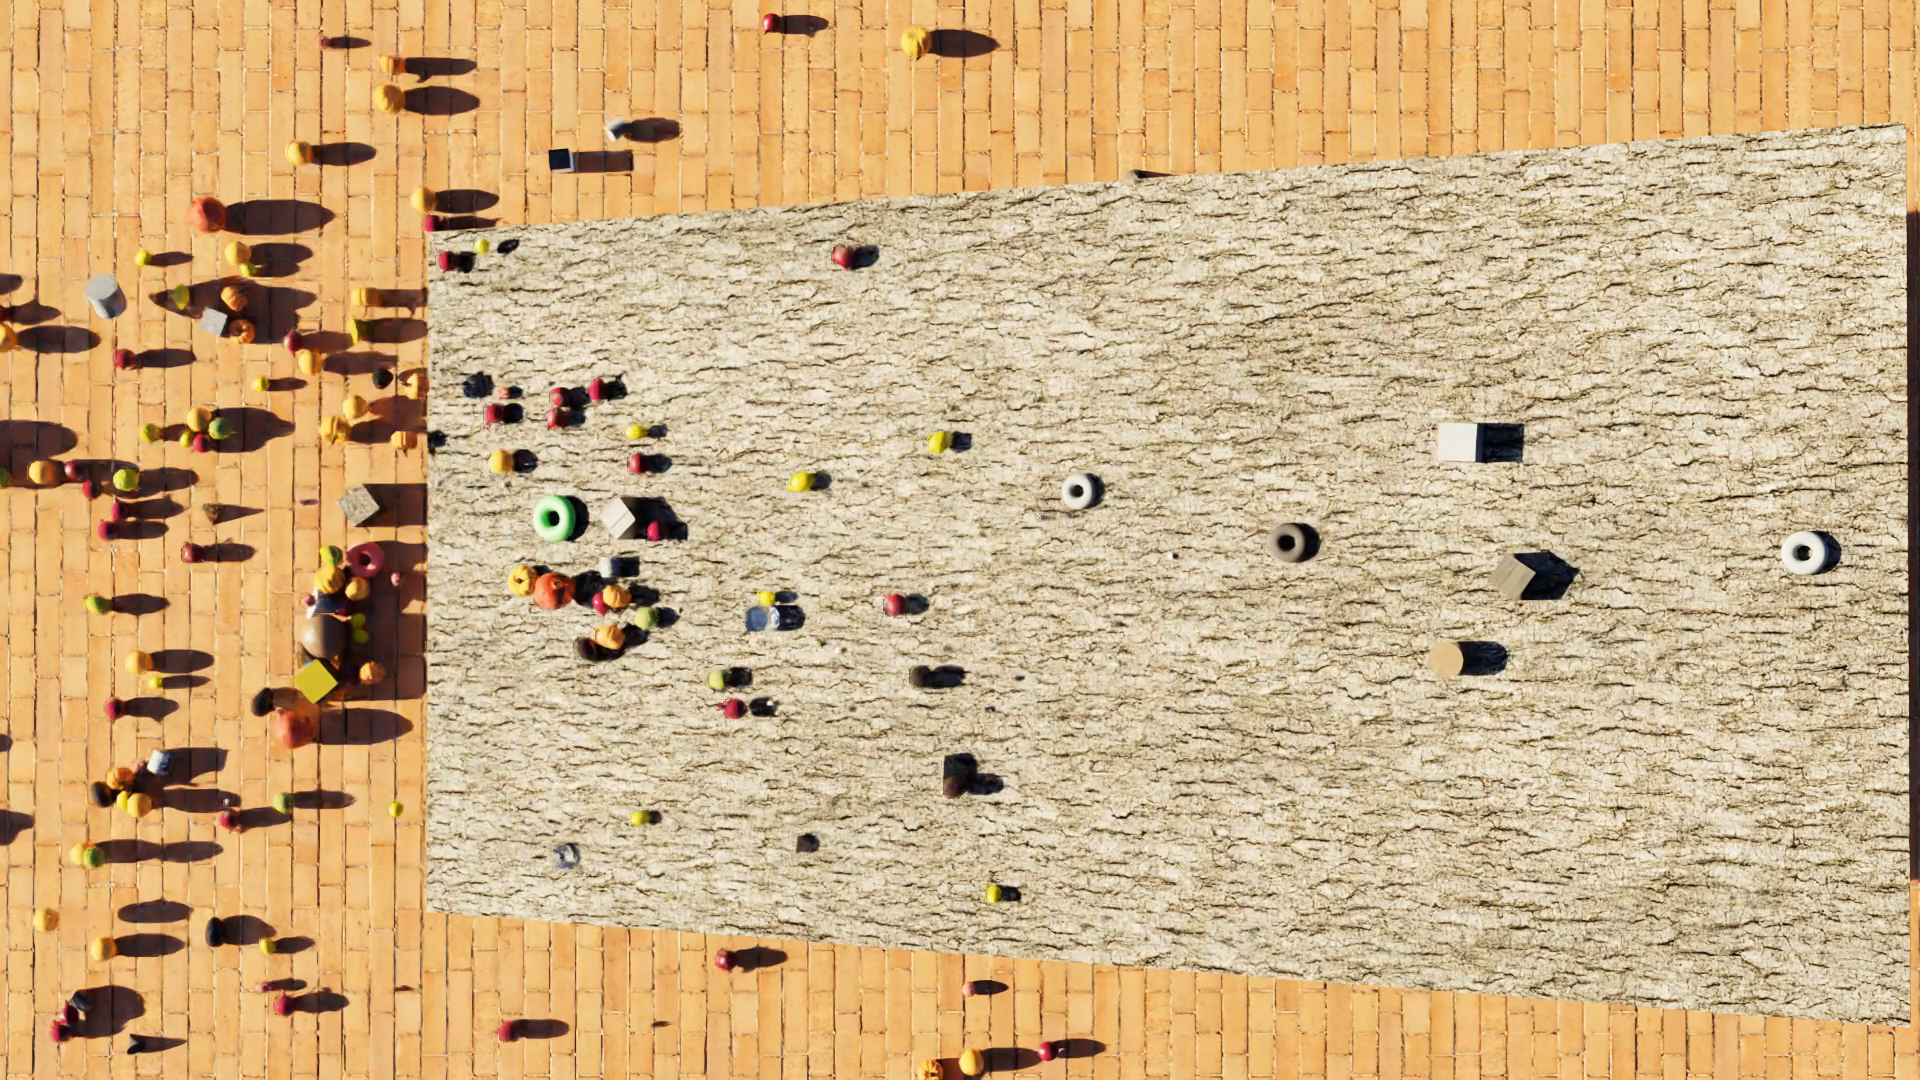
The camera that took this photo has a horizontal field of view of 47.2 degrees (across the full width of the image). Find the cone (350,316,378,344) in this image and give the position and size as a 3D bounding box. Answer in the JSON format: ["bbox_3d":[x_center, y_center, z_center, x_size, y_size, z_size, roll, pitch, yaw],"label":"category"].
[{"bbox_3d":[-1.768,-0.632,6.552,0.080,0.080,0.080,-14,89,-27],"label":"cone"}]

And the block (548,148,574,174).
[{"bbox_3d":[-1.187,-1.128,6.545,0.061,0.061,0.061,-6,89,0],"label":"block"}]

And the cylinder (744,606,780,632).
[{"bbox_3d":[-0.537,0.215,5.973,0.072,0.072,0.072,0,89,24],"label":"cylinder"}]

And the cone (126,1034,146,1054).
[{"bbox_3d":[-2.458,1.488,6.532,0.057,0.057,0.057,-40,63,0],"label":"cone"}]

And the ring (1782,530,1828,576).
[{"bbox_3d":[1.891,0.029,4.923,0.100,0.033,0.100,0,90,25],"label":"ring"}]

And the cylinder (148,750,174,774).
[{"bbox_3d":[-2.370,0.658,6.524,0.060,0.060,0.060,18,88,0],"label":"cylinder"}]

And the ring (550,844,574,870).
[{"bbox_3d":[-1.133,0.900,6.255,0.076,0.025,0.076,-1,88,25],"label":"ring"}]

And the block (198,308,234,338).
[{"bbox_3d":[-2.210,-0.645,6.536,0.067,0.067,0.067,20,89,0],"label":"block"}]

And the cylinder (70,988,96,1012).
[{"bbox_3d":[-2.601,1.365,6.520,0.053,0.053,0.053,34,89,0],"label":"cylinder"}]

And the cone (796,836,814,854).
[{"bbox_3d":[-0.415,0.825,5.939,0.052,0.052,0.052,7,89,-3],"label":"cone"}]

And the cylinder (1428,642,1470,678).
[{"bbox_3d":[1.160,0.283,5.216,0.083,0.083,0.083,0,89,24],"label":"cylinder"}]

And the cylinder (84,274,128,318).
[{"bbox_3d":[-2.513,-0.717,6.473,0.094,0.094,0.094,0,59,-1],"label":"cylinder"}]

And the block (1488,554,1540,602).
[{"bbox_3d":[1.300,0.087,5.158,0.081,0.081,0.081,37,103,20],"label":"block"}]

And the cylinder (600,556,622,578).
[{"bbox_3d":[-0.980,0.078,6.178,0.059,0.059,0.059,-2,88,0],"label":"cylinder"}]

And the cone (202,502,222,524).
[{"bbox_3d":[-2.228,-0.069,6.549,0.062,0.062,0.062,10,116,0],"label":"cone"}]

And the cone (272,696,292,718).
[{"bbox_3d":[-2.021,0.508,6.543,0.060,0.060,0.060,18,116,0],"label":"cone"}]

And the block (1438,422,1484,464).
[{"bbox_3d":[1.186,-0.229,5.208,0.088,0.088,0.088,3,91,24],"label":"block"}]

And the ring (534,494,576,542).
[{"bbox_3d":[-1.154,-0.061,6.265,0.136,0.045,0.136,0,90,23],"label":"ring"}]

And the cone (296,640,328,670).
[{"bbox_3d":[-1.921,0.342,6.539,0.087,0.087,0.087,2,89,-27],"label":"cone"}]

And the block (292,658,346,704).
[{"bbox_3d":[-1.896,0.417,6.509,0.096,0.096,0.096,-40,89,0],"label":"block"}]

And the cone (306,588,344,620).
[{"bbox_3d":[-1.877,0.202,6.538,0.097,0.097,0.097,18,89,-26],"label":"cone"}]

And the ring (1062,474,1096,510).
[{"bbox_3d":[0.305,-0.125,5.628,0.092,0.031,0.092,0,90,23],"label":"ring"}]

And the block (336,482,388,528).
[{"bbox_3d":[-1.772,-0.103,6.517,0.094,0.094,0.094,-35,89,0],"label":"block"}]

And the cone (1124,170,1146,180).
[{"bbox_3d":[0.525,-1.073,6.539,0.072,0.072,0.072,0,89,0],"label":"cone"}]

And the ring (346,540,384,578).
[{"bbox_3d":[-1.770,0.059,6.543,0.114,0.038,0.114,0,89,0],"label":"ring"}]

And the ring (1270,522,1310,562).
[{"bbox_3d":[0.810,0.007,5.402,0.100,0.033,0.100,0,90,23],"label":"ring"}]

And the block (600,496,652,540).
[{"bbox_3d":[-0.935,-0.060,6.146,0.084,0.084,0.084,-43,74,18],"label":"block"}]

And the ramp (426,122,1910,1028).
[{"bbox_3d":[0.283,0.084,5.706,4.000,0.100,2.000,0,89,24],"label":"ramp"}]
